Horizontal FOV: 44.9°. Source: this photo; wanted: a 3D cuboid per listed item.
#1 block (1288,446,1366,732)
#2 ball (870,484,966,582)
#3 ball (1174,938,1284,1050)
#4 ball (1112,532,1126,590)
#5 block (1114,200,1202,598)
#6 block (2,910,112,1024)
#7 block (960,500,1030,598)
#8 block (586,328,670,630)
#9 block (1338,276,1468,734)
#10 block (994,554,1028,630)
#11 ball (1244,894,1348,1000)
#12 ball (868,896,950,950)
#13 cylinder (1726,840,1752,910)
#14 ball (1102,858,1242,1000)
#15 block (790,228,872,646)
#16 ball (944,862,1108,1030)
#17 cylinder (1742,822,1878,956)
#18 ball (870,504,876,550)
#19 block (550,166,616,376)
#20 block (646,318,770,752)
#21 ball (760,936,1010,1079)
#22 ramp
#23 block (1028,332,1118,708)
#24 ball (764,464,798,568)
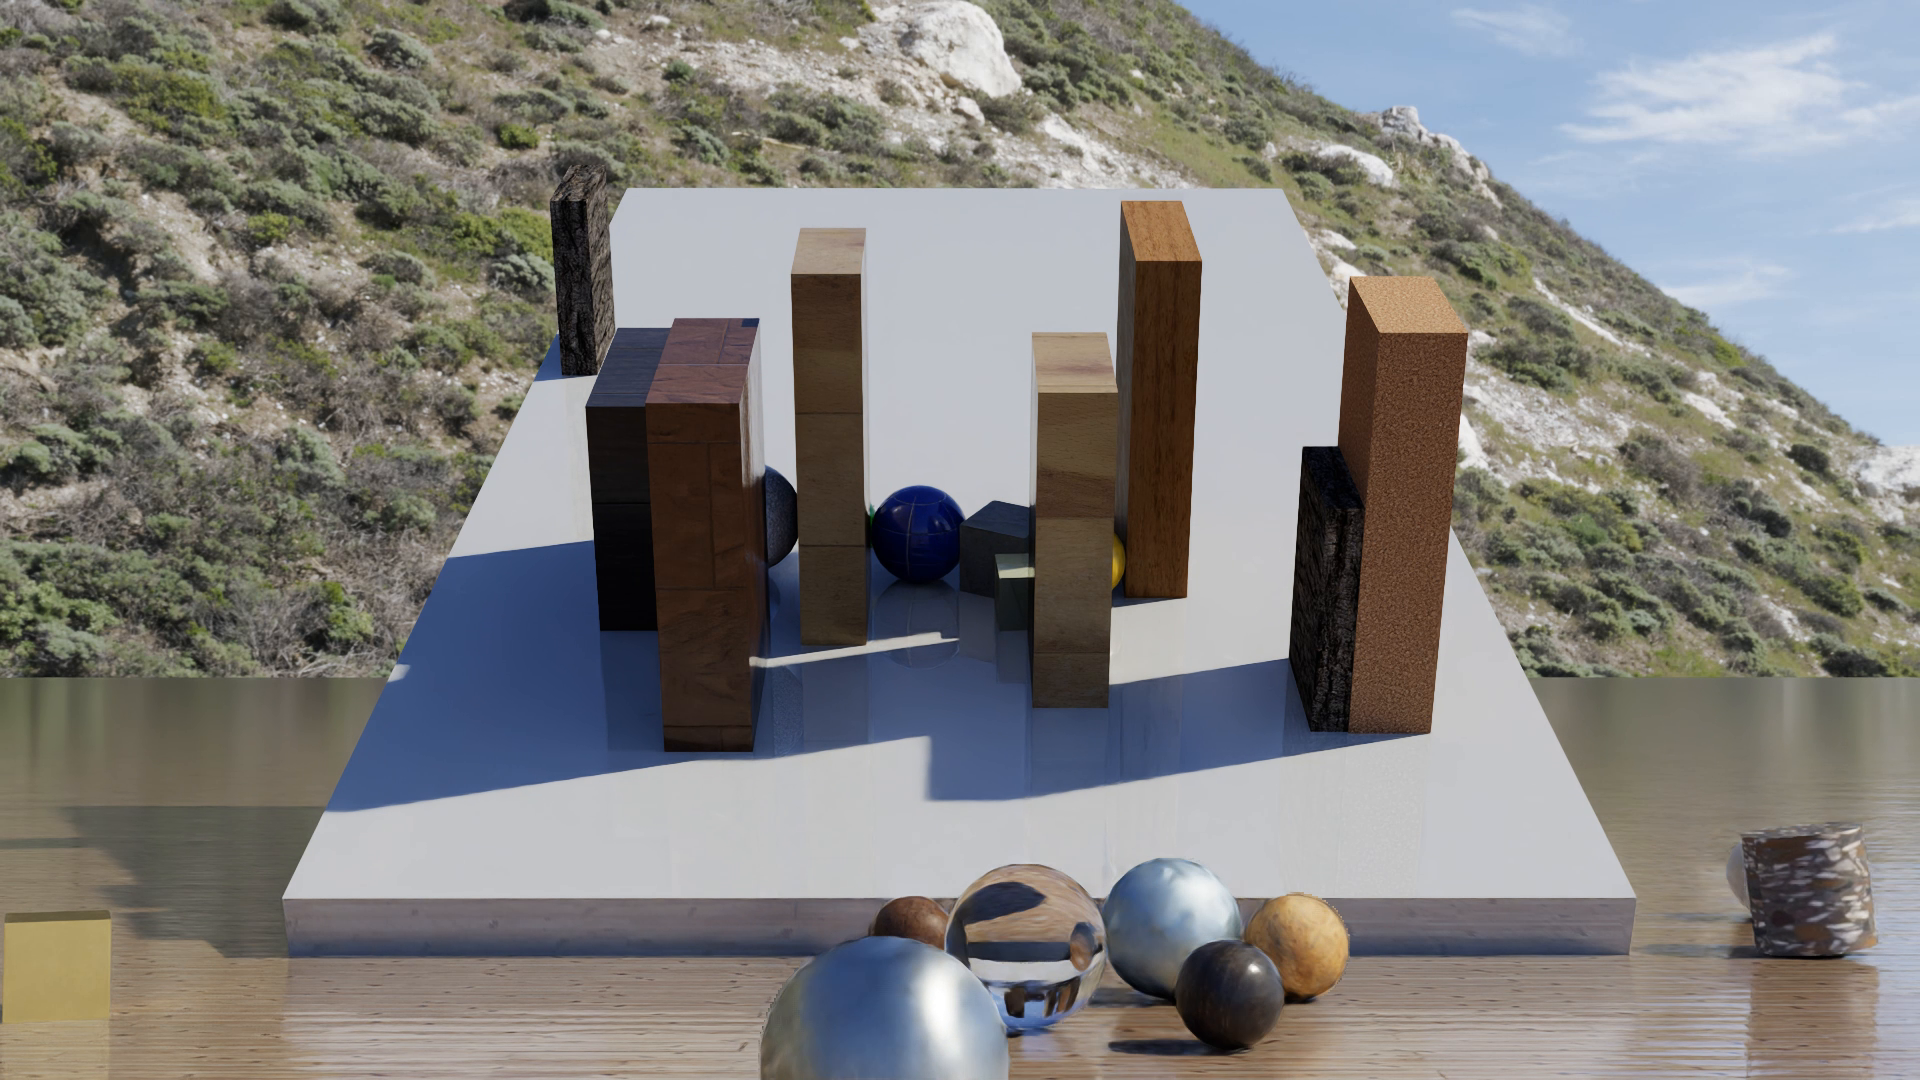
[{"bbox_3d":[0.639,0.080,3.945,0.099,0.406,0.278,0,24,0],"label":"block"},{"bbox_3d":[-0.077,-0.012,4.426,0.187,0.187,0.187,0,-3,0],"label":"ball"},{"bbox_3d":[0.303,0.510,2.610,0.122,0.122,0.122,0,-3,0],"label":"ball"},{"bbox_3d":[0.236,0.037,4.361,0.151,0.151,0.151,0,-3,0],"label":"ball"},{"bbox_3d":[0.370,-0.274,4.437,0.117,0.660,0.401,0,24,0],"label":"block"},{"bbox_3d":[-1.116,0.526,2.867,0.121,0.121,0.121,1,-3,-22],"label":"block"},{"bbox_3d":[0.092,0.023,4.411,0.137,0.137,0.137,12,26,26],"label":"block"},{"bbox_3d":[-0.601,-0.122,4.363,0.118,0.437,0.438,0,24,0],"label":"block"},{"bbox_3d":[0.721,-0.058,3.889,0.138,0.706,0.297,0,24,0],"label":"block"},{"bbox_3d":[0.121,0.095,4.282,0.107,0.107,0.107,-1,24,-3],"label":"block"},{"bbox_3d":[0.435,0.527,3.005,0.134,0.134,0.134,0,-3,0],"label":"ball"},{"bbox_3d":[-0.064,0.538,3.110,0.123,0.123,0.123,0,-3,0],"label":"ball"},{"bbox_3d":[1.411,0.575,3.977,0.147,0.147,0.147,0,-3,0],"label":"cylinder"},{"bbox_3d":[0.273,0.503,3.009,0.182,0.182,0.182,0,-3,0],"label":"ball"},{"bbox_3d":[-0.228,-0.186,4.186,0.118,0.698,0.281,0,24,0],"label":"block"},{"bbox_3d":[0.078,0.483,2.765,0.195,0.195,0.195,0,-3,0],"label":"ball"},{"bbox_3d":[1.280,0.525,3.498,0.175,0.175,0.175,-7,-3,0],"label":"cylinder"},{"bbox_3d":[-0.237,-0.027,4.495,0.158,0.158,0.158,0,-3,0],"label":"ball"},{"bbox_3d":[-0.906,-0.653,5.589,0.085,0.426,0.327,0,24,0],"label":"block"},{"bbox_3d":[-0.415,-0.015,3.901,0.146,0.613,0.420,0,24,0],"label":"block"},{"bbox_3d":[-0.062,0.430,1.910,0.206,0.206,0.206,0,-3,0],"label":"ball"},{"bbox_3d":[-0.008,-0.227,5.277,2.000,0.100,4.000,0,24,0],"label":"ramp"},{"bbox_3d":[0.189,-0.036,4.000,0.129,0.574,0.305,0,24,0],"label":"block"},{"bbox_3d":[-0.390,-0.042,4.230,0.205,0.205,0.205,0,-3,0],"label":"ball"}]
